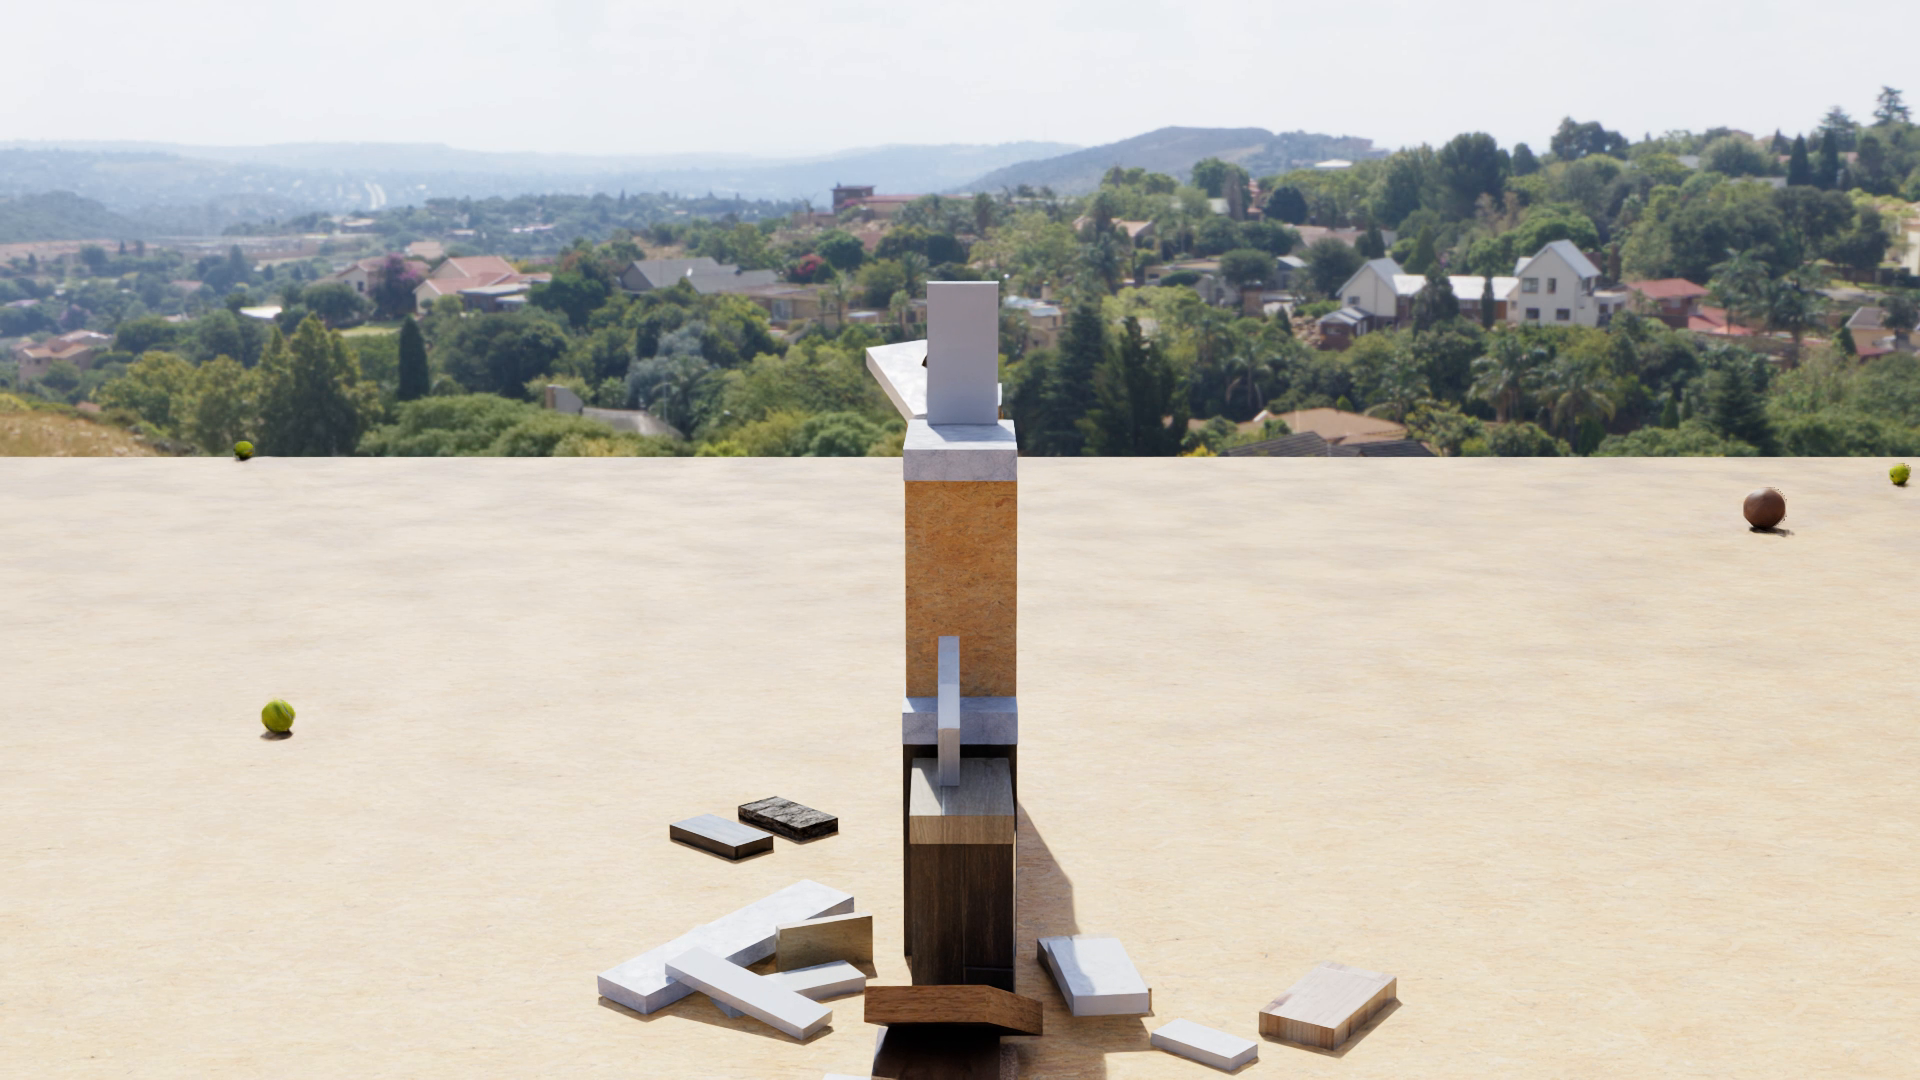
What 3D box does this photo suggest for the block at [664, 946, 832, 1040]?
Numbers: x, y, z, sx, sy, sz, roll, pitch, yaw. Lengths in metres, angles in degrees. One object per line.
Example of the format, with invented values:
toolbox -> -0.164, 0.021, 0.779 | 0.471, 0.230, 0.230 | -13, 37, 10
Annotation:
block -> -0.306, 0.651, 3.167 | 0.260, 0.019, 0.067 | 17, 23, 32

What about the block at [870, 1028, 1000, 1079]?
block -> -0.031, 0.693, 2.740 | 0.160, 0.045, 0.320 | 0, 11, 1

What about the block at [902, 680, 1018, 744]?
block -> 0.000, 0.250, 3.461 | 0.174, 0.049, 0.347 | 0, 11, 0

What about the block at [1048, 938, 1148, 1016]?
block -> 0.198, 0.631, 3.185 | 0.107, 0.030, 0.214 | -1, 11, -7

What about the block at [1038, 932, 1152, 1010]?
block -> 0.198, 0.645, 3.282 | 0.114, 0.032, 0.229 | -2, 11, -12

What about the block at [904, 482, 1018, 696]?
block -> 0.002, 0.069, 3.369 | 0.170, 0.340, 0.048 | 0, 11, 0

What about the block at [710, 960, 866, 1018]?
block -> -0.252, 0.660, 3.236 | 0.218, 0.021, 0.075 | -6, 12, -29

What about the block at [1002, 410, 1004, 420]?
block -> -0.003, 0.111, 4.269 | 0.171, 0.723, 0.048 | 0, 11, 0

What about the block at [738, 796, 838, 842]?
block -> -0.316, 0.510, 4.030 | 0.090, 0.026, 0.181 | -10, 14, -42

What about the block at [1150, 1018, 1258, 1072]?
block -> 0.338, 0.697, 3.041 | 0.133, 0.019, 0.067 | 9, 14, 41

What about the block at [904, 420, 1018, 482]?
block -> 0.001, -0.143, 3.446 | 0.170, 0.048, 0.340 | 0, 11, 0

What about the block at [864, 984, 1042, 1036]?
block -> -0.003, 0.628, 2.928 | 0.160, 0.045, 0.320 | -4, -16, 15

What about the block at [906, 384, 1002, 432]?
block -> -0.008, -0.248, 4.088 | 0.171, 0.048, 0.341 | 0, 11, 1

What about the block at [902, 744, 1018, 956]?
block -> 0.000, 0.466, 3.384 | 0.174, 0.347, 0.049 | 0, 11, 0

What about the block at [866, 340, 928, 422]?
block -> -0.066, -0.279, 3.949 | 0.126, 0.036, 0.295 | -10, 31, -16

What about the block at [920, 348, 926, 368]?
block -> 0.000, -0.335, 3.992 | 0.126, 0.036, 0.251 | 26, 18, -6

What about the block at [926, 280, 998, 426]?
block -> 0.004, -0.300, 3.534 | 0.114, 0.229, 0.032 | 0, 13, 0

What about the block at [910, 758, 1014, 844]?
block -> 0.002, 0.372, 3.157 | 0.144, 0.041, 0.287 | 0, 10, 0

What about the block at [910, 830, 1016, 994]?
block -> 0.005, 0.549, 3.099 | 0.144, 0.287, 0.041 | 1, 12, 6

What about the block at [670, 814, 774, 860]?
block -> -0.426, 0.529, 3.926 | 0.181, 0.026, 0.090 | 10, 15, 43

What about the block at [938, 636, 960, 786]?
block -> -0.016, 0.247, 3.207 | 0.030, 0.107, 0.214 | 0, 35, 0

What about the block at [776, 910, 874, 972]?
block -> -0.206, 0.613, 3.341 | 0.149, 0.075, 0.021 | -5, 11, -23

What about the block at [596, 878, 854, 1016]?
block -> -0.349, 0.614, 3.350 | 0.107, 0.030, 0.432 | 12, 20, 40

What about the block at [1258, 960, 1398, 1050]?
block -> 0.531, 0.667, 3.163 | 0.114, 0.032, 0.229 | 7, 12, 32

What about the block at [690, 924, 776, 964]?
block -> -0.353, 0.627, 3.414 | 0.149, 0.021, 0.075 | 3, 11, 17

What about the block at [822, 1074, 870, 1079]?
block -> -0.159, 0.732, 2.855 | 0.067, 0.019, 0.133 | 2, 11, 12

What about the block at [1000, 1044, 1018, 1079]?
block -> -0.006, 0.758, 2.640 | 0.160, 0.045, 0.648 | 0, 11, 0
